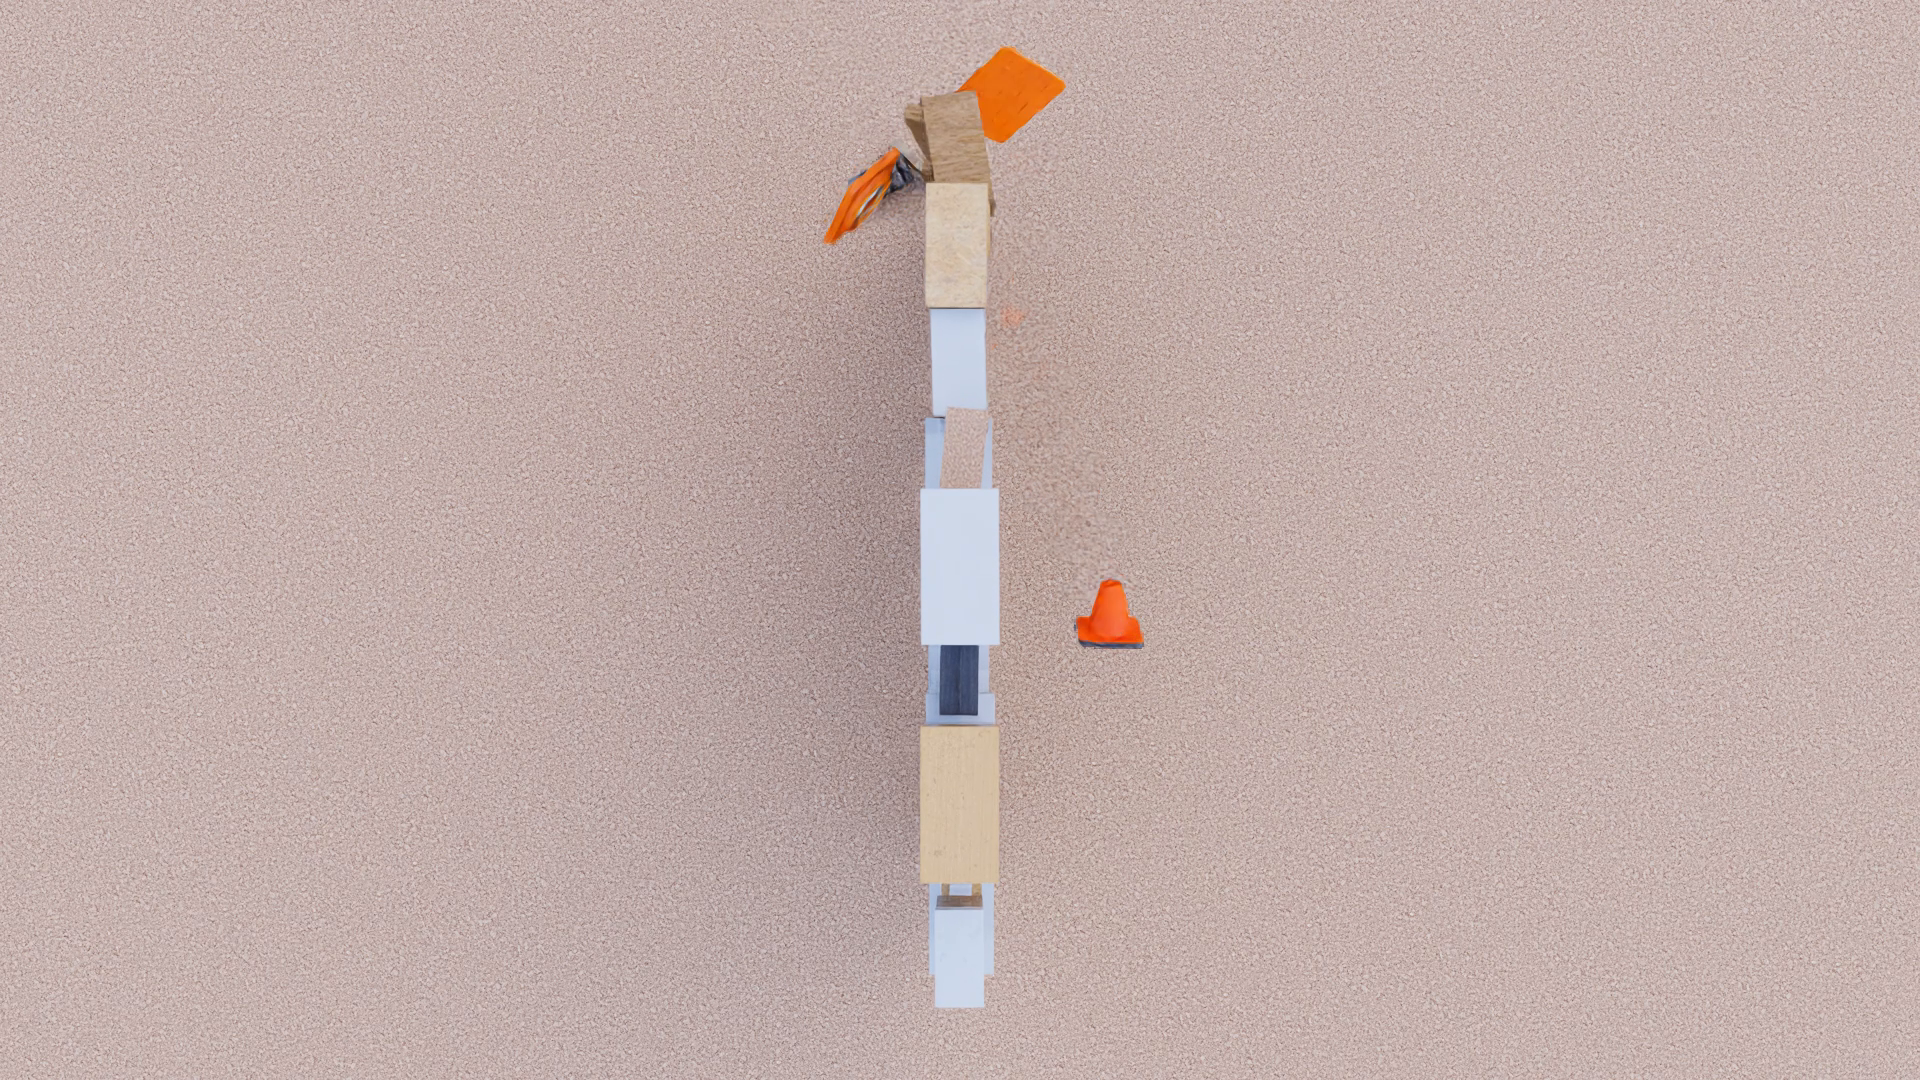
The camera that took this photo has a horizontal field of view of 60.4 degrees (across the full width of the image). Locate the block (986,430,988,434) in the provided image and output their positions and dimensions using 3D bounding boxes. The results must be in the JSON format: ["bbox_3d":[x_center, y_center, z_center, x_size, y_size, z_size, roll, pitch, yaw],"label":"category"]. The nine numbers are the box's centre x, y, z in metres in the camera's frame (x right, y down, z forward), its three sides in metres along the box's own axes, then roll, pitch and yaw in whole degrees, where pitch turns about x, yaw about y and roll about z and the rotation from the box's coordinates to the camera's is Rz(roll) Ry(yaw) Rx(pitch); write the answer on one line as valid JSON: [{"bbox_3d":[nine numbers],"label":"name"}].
[{"bbox_3d":[0.018,-0.275,4.017,0.096,0.405,0.027,2,90,0],"label":"block"}]

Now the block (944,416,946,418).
[{"bbox_3d":[0.001,-0.413,4.566,0.086,0.024,0.172,0,90,0],"label":"block"}]

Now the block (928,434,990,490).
[{"bbox_3d":[-0.003,-0.109,4.028,0.149,0.042,0.299,0,90,0],"label":"block"}]

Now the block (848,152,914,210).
[{"bbox_3d":[-0.259,-1.180,5.414,0.203,0.029,0.101,-25,88,19],"label":"block"}]

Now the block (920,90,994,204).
[{"bbox_3d":[-0.007,-0.961,4.071,0.138,0.039,0.275,-9,88,-4],"label":"block"}]

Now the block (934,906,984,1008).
[{"bbox_3d":[-0.001,1.020,4.034,0.118,0.034,0.237,0,90,0],"label":"block"}]

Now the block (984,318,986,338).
[{"bbox_3d":[-0.001,-0.515,4.091,0.126,0.253,0.036,1,90,0],"label":"block"}]

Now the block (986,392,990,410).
[{"bbox_3d":[0.006,-0.345,4.092,0.126,0.255,0.036,4,91,0],"label":"block"}]

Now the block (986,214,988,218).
[{"bbox_3d":[-0.006,-0.794,4.112,0.143,0.417,0.041,0,91,0],"label":"block"}]

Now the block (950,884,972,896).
[{"bbox_3d":[0.003,0.841,4.169,0.055,0.016,0.111,2,90,0],"label":"block"}]

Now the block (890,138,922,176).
[{"bbox_3d":[-0.142,-1.242,5.449,0.203,0.101,0.029,42,93,0],"label":"block"}]

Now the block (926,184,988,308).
[{"bbox_3d":[-0.009,-0.694,3.894,0.143,0.041,0.286,0,98,0],"label":"block"}]

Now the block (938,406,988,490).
[{"bbox_3d":[0.009,-0.207,3.801,0.096,0.027,0.192,6,90,0],"label":"block"}]

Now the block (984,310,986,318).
[{"bbox_3d":[0.001,-0.585,4.385,0.131,0.262,0.037,1,89,0],"label":"block"}]

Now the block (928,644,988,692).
[{"bbox_3d":[-0.004,0.363,4.572,0.166,0.047,0.332,0,90,0],"label":"block"}]

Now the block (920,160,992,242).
[{"bbox_3d":[-0.001,-1.004,4.986,0.142,0.879,0.040,13,89,5],"label":"block"}]

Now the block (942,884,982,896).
[{"bbox_3d":[0.004,0.845,4.302,0.105,0.030,0.211,0,90,0],"label":"block"}]

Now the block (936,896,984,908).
[{"bbox_3d":[-0.001,0.941,4.169,0.118,0.237,0.034,0,90,0],"label":"block"}]

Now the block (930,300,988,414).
[{"bbox_3d":[-0.003,-0.528,4.777,0.164,0.046,0.328,0,90,0],"label":"block"}]

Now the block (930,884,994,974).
[{"bbox_3d":[0.004,1.016,4.553,0.176,0.050,0.353,0,90,0],"label":"block"}]

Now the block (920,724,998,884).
[{"bbox_3d":[-0.001,0.602,3.772,0.178,0.050,0.355,0,90,0],"label":"block"}]

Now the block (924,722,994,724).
[{"bbox_3d":[-0.001,0.483,3.975,0.178,0.355,0.050,0,90,0],"label":"block"}]

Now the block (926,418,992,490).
[{"bbox_3d":[-0.004,-0.146,4.373,0.176,0.050,0.352,0,90,0],"label":"block"}]

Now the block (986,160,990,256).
[{"bbox_3d":[0.009,-0.888,4.400,0.142,0.040,0.283,0,63,0],"label":"block"}]

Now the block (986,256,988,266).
[{"bbox_3d":[0.006,-0.797,4.528,0.142,0.283,0.040,0,90,0],"label":"block"}]

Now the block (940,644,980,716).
[{"bbox_3d":[-0.002,0.327,3.954,0.093,0.026,0.185,1,90,0],"label":"block"}]

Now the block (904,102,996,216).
[{"bbox_3d":[-0.012,-1.064,4.698,0.138,1.195,0.039,15,92,5],"label":"block"}]

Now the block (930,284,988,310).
[{"bbox_3d":[-0.007,-0.605,4.073,0.143,0.286,0.041,-1,92,0],"label":"block"}]

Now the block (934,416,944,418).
[{"bbox_3d":[-0.003,-0.210,4.771,0.149,0.042,0.299,0,90,0],"label":"block"}]

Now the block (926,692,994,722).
[{"bbox_3d":[0.001,0.561,4.178,0.173,0.049,0.346,0,90,0],"label":"block"}]

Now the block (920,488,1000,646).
[{"bbox_3d":[0.000,0.059,3.641,0.171,0.048,0.342,0,90,0],"label":"block"}]

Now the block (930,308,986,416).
[{"bbox_3d":[-0.004,-0.426,3.947,0.126,0.036,0.253,-2,90,0],"label":"block"}]
